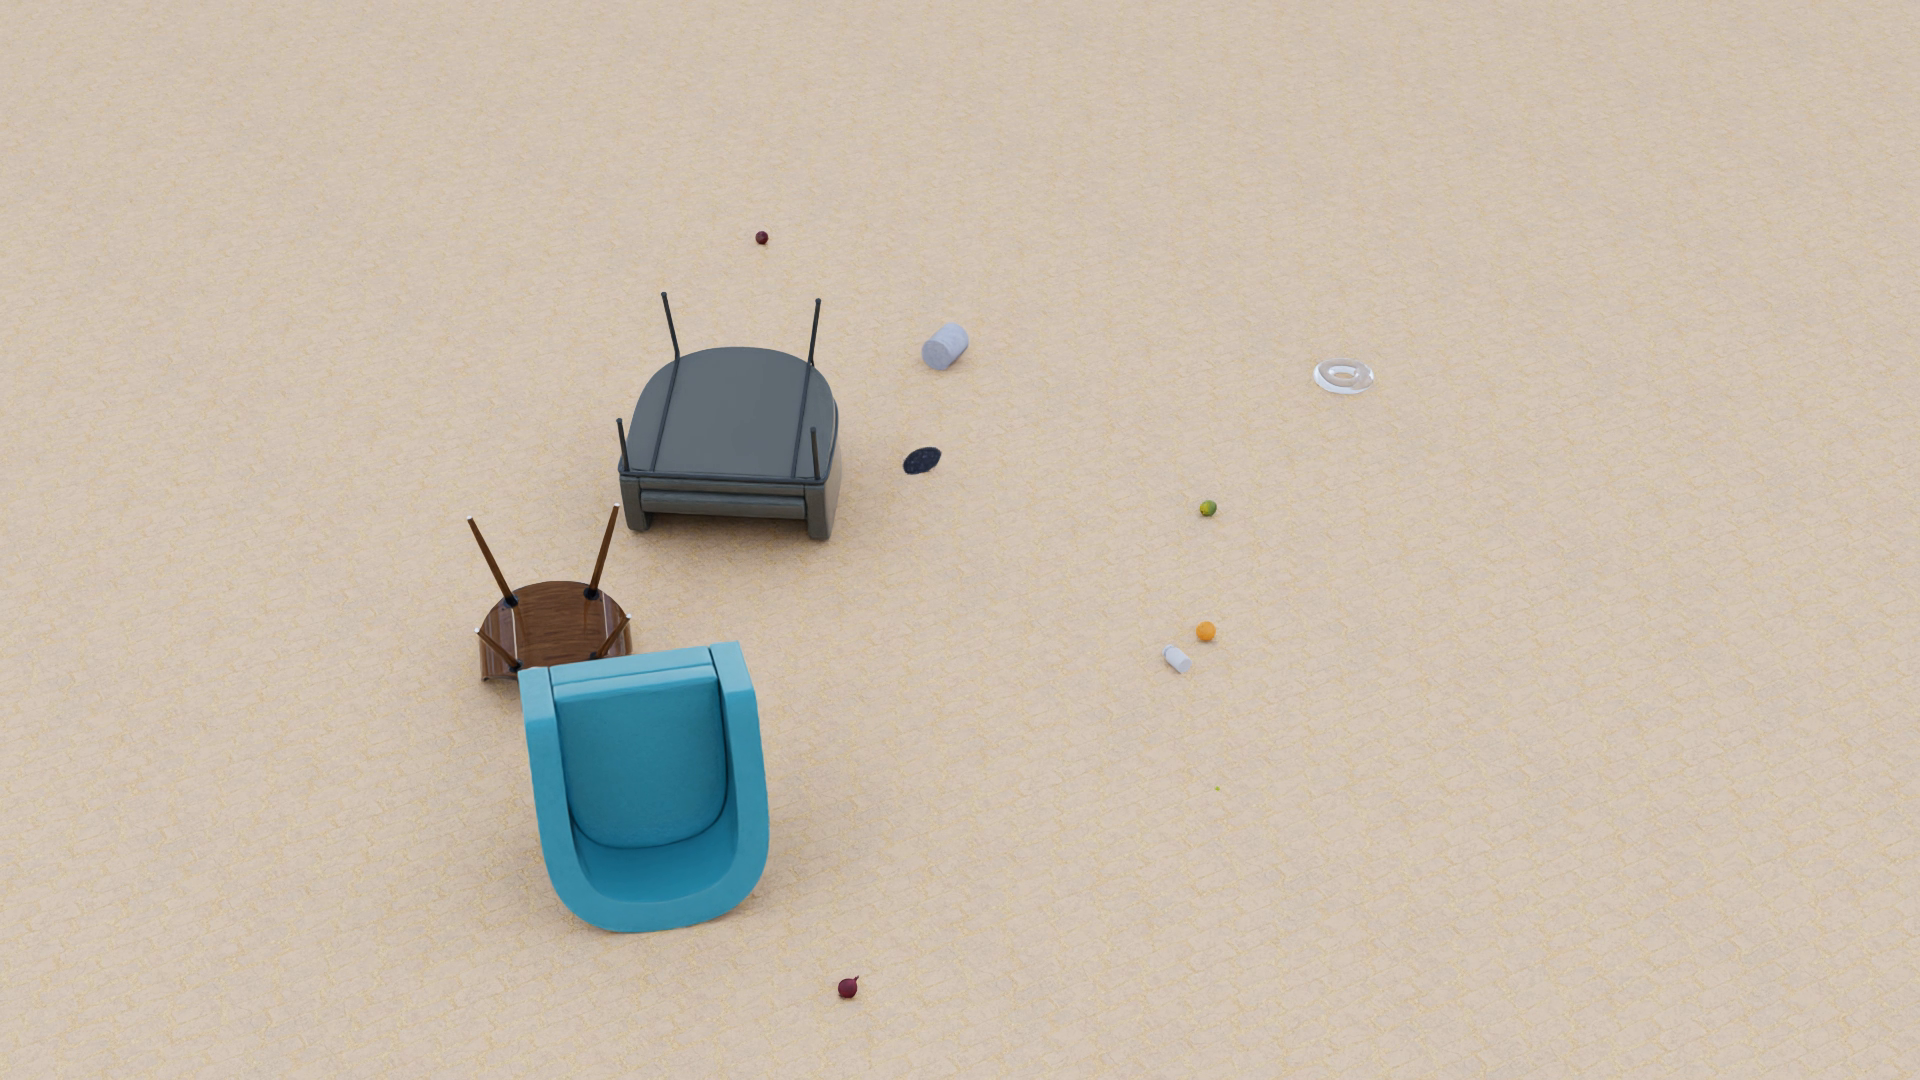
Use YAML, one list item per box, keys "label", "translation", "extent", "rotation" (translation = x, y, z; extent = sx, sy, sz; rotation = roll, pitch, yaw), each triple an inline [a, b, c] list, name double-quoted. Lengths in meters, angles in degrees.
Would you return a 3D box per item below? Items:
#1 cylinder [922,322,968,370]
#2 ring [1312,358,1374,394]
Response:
- label: "cylinder"
  translation: [-0.061, -0.794, 12.026]
  extent: [0.136, 0.136, 0.166]
  rotation: [23, 39, 16]
- label: "ring"
  translation: [1.559, -0.668, 11.912]
  extent: [0.250, 0.051, 0.256]
  rotation: [1, 34, 1]
